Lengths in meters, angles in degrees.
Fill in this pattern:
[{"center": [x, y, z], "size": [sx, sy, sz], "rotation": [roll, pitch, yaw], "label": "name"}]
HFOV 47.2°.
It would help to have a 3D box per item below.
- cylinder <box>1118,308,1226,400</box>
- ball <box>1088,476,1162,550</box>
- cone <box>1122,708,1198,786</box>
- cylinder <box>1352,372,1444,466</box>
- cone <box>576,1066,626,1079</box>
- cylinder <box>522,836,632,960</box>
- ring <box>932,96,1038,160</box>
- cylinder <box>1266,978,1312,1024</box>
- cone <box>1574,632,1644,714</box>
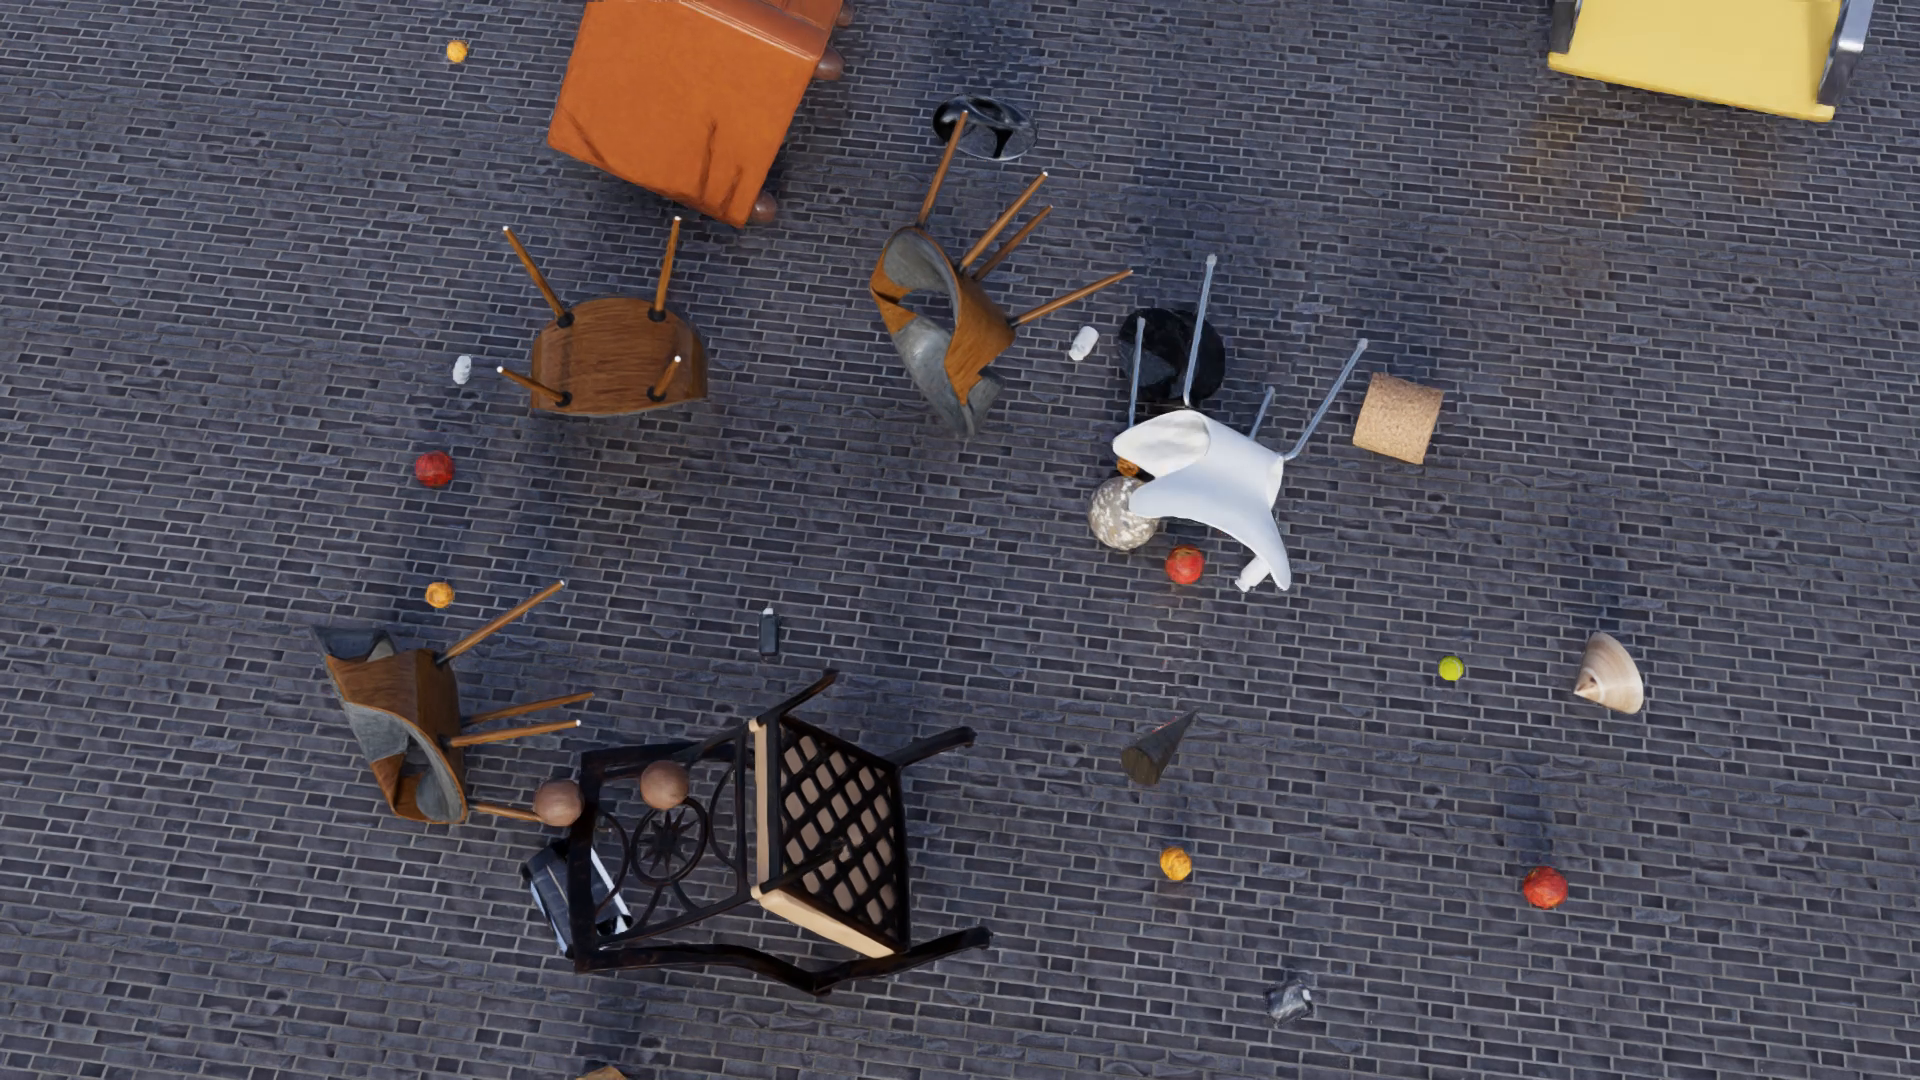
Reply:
[{"center": [0.652, -0.572, 6.775], "size": [0.313, 0.257, 0.168], "rotation": [48, 27, 24], "label": "cylinder"}, {"center": [0.485, -0.081, 6.497], "size": [0.218, 0.218, 0.218], "rotation": [0, 56, 0], "label": "ball"}, {"center": [0.517, 0.486, 5.426], "size": [0.112, 0.131, 0.242], "rotation": [37, 58, 20], "label": "cone"}, {"center": [1.332, -0.370, 6.677], "size": [0.215, 0.232, 0.252], "rotation": [18, 17, 12], "label": "cylinder"}, {"center": [-0.985, 1.404, 5.411], "size": [0.256, 0.263, 0.234], "rotation": [16, 88, 50], "label": "cone"}, {"center": [-1.018, 0.949, 5.844], "size": [0.199, 0.155, 0.269], "rotation": [-30, 61, -11], "label": "cylinder"}, {"center": [0.084, -1.362, 7.261], "size": [0.420, 0.153, 0.173], "rotation": [7, 50, -42], "label": "ring"}, {"center": [0.852, 1.193, 5.695], "size": [0.092, 0.092, 0.094], "rotation": [-23, 30, 18], "label": "cylinder"}, {"center": [1.775, 0.401, 6.156], "size": [0.144, 0.236, 0.250], "rotation": [-23, 103, -17], "label": "cone"}]
